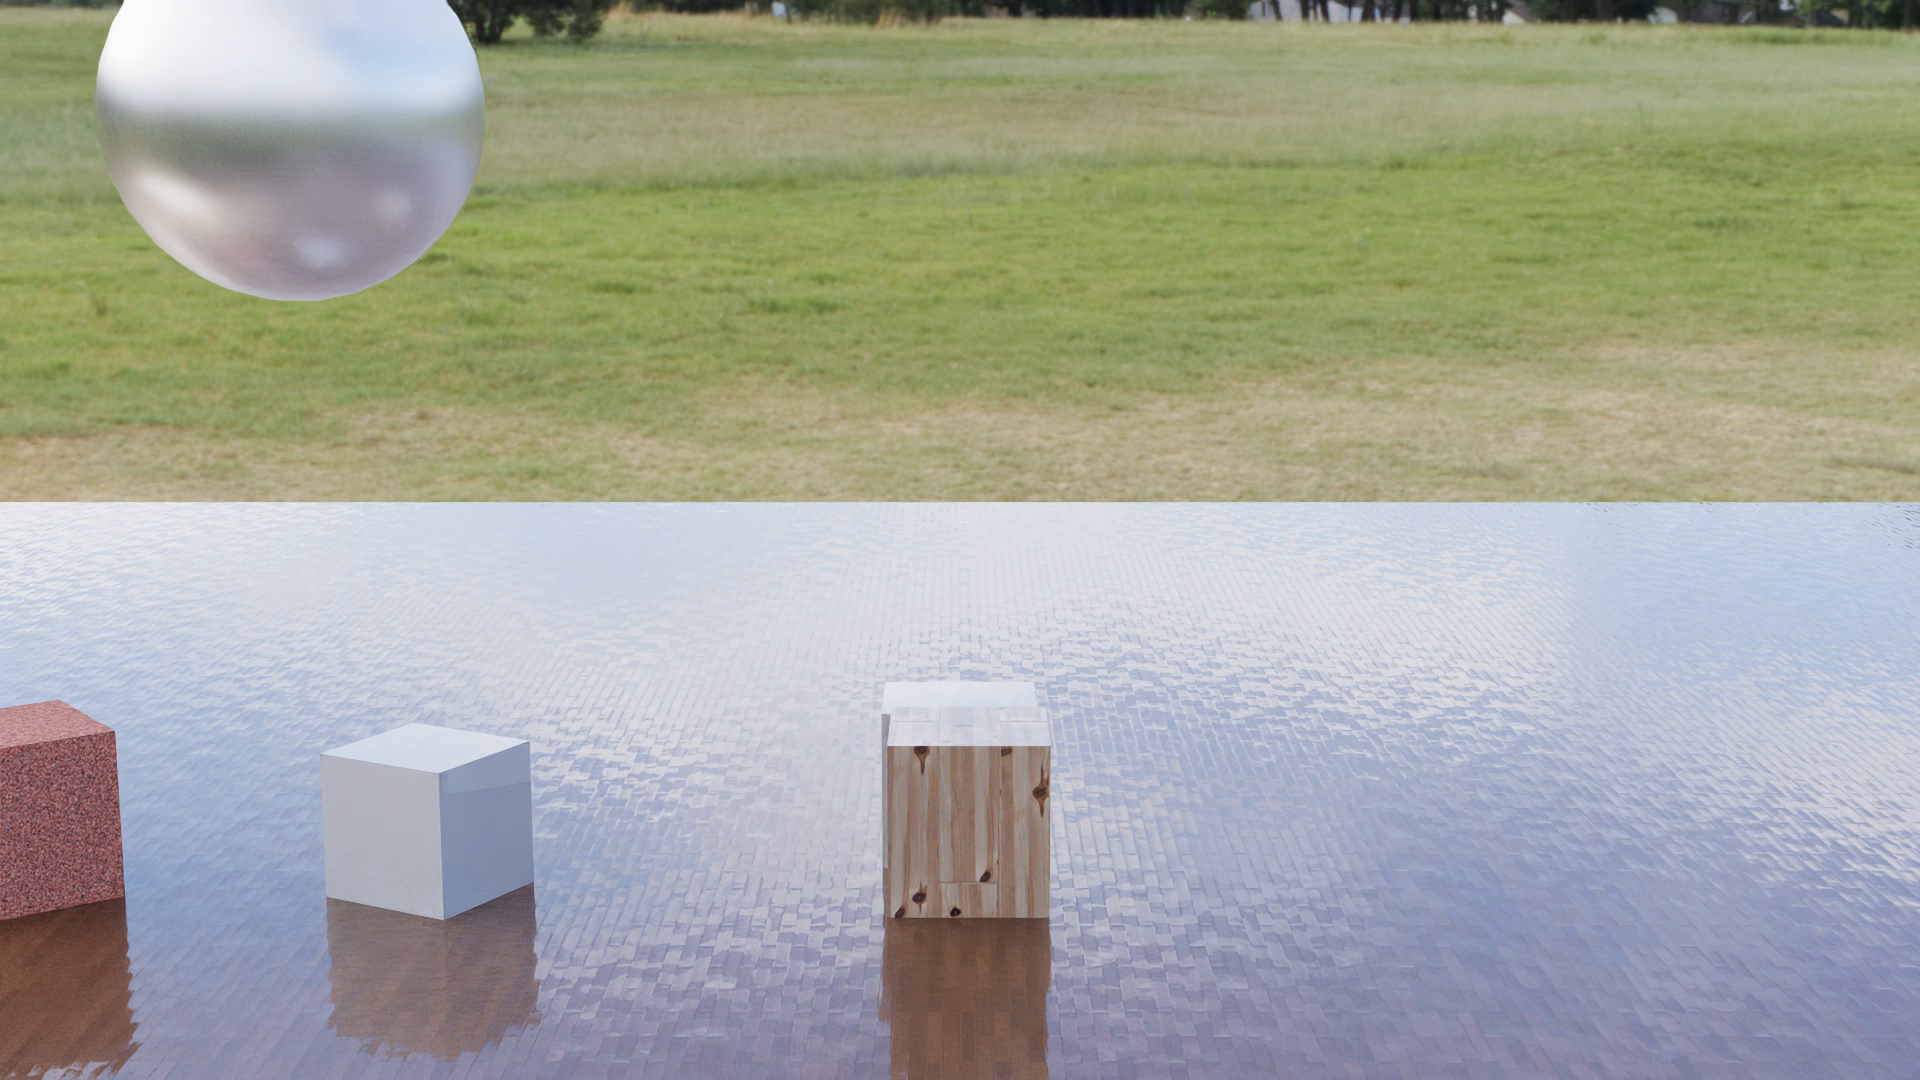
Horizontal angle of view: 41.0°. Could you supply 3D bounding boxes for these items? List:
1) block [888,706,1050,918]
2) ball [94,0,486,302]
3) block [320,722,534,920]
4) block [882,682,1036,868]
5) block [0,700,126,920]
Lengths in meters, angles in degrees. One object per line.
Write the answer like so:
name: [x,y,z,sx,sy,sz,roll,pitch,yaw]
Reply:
block: [0.038,1.164,11.074,0.680,0.747,0.671,0,10,0]
ball: [-2.819,-1.812,10.851,1.600,1.600,1.600,0,10,0]
block: [-2.307,1.208,11.134,0.652,0.639,0.604,6,12,28]
block: [-0.002,1.065,11.720,0.690,0.710,0.606,0,10,0]
block: [-4.108,1.167,11.086,0.717,0.737,0.702,-8,13,-37]
